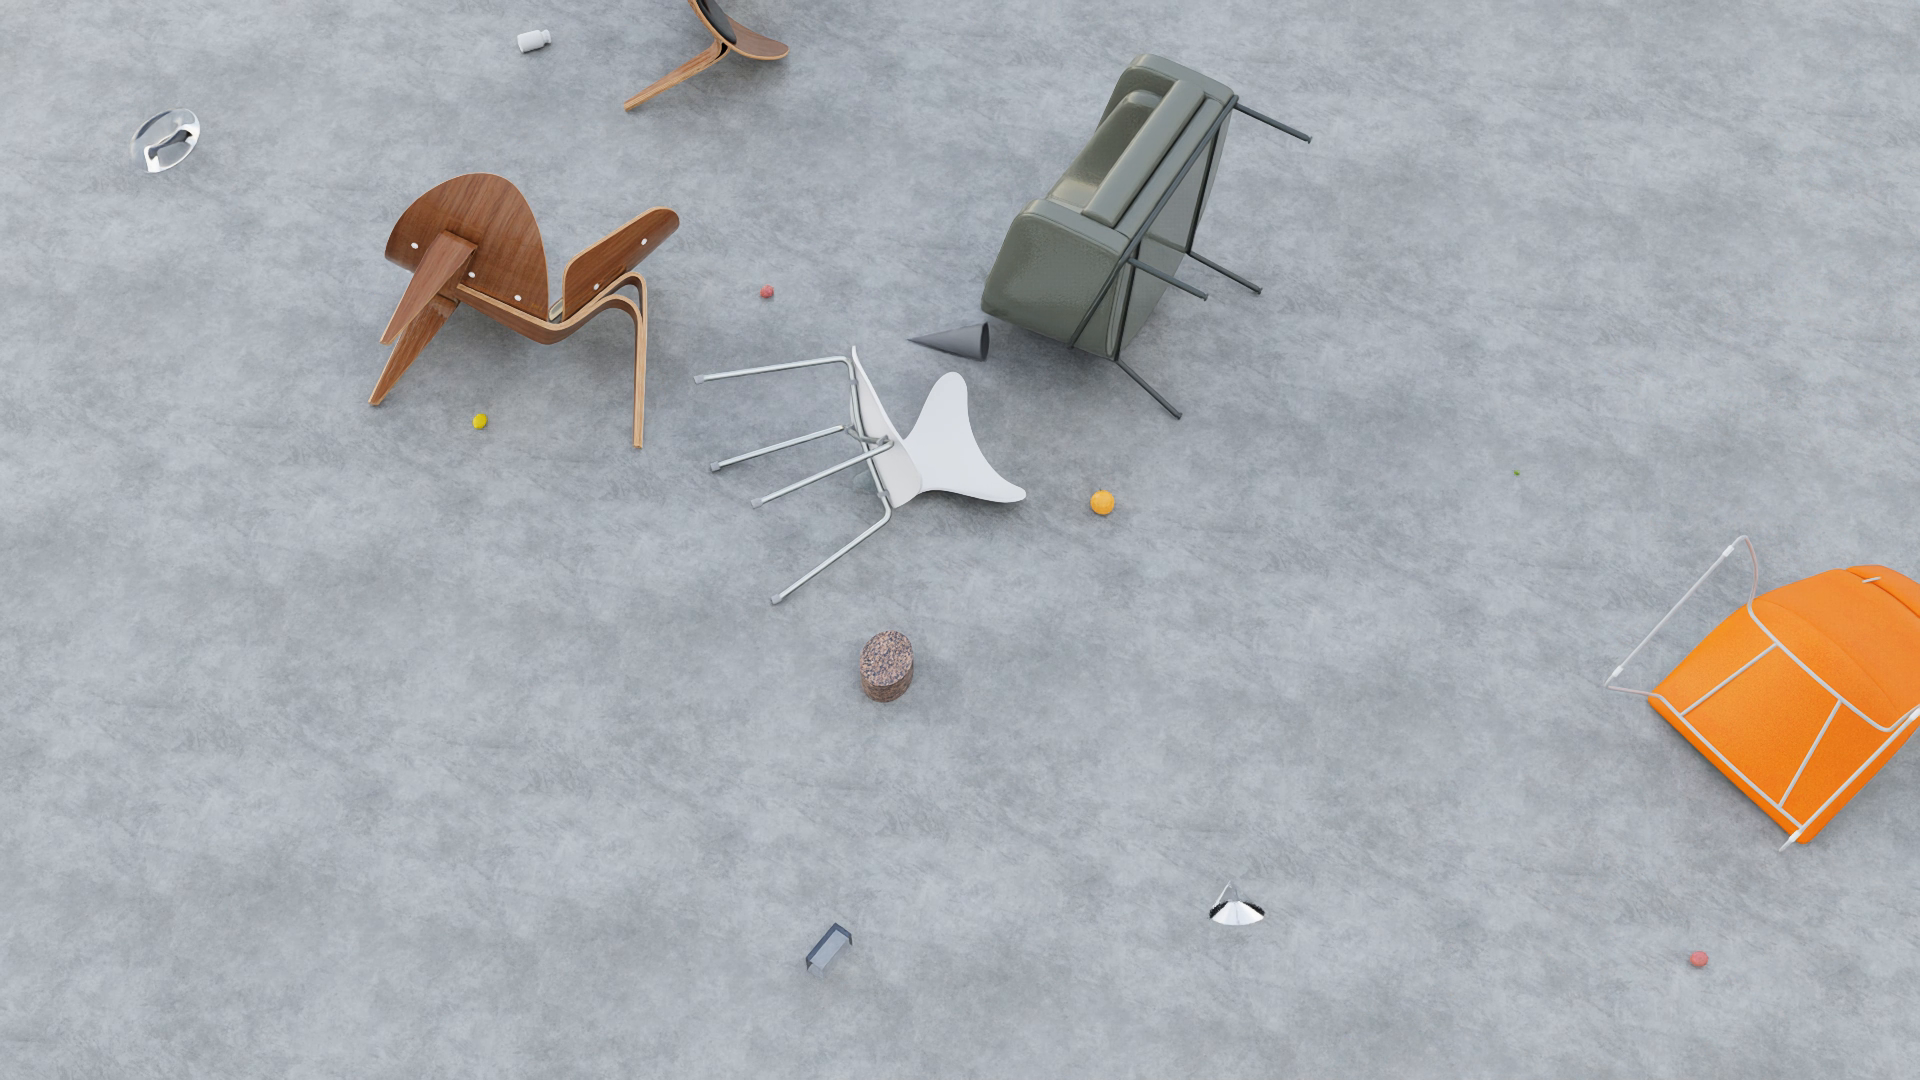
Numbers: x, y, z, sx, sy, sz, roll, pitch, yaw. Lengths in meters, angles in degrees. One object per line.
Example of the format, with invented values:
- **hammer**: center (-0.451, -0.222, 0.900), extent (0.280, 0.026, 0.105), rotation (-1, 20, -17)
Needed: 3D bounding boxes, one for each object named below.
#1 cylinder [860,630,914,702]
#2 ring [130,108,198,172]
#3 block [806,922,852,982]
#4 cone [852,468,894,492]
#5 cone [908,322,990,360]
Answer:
- **cylinder**: center (-0.209, 0.361, 6.275), extent (0.148, 0.094, 0.186), rotation (15, 57, 10)
- **ring**: center (-2.685, -1.350, 7.423), extent (0.186, 0.097, 0.281), rotation (25, 61, 18)
- **block**: center (-0.344, 1.086, 5.797), extent (0.055, 0.081, 0.125), rotation (32, 62, 19)
- **cone**: center (-0.265, -0.198, 6.662), extent (0.129, 0.075, 0.068), rotation (8, 57, 5)
- **cone**: center (-0.048, -0.632, 6.966), extent (0.264, 0.104, 0.124), rotation (3, 76, 16)
